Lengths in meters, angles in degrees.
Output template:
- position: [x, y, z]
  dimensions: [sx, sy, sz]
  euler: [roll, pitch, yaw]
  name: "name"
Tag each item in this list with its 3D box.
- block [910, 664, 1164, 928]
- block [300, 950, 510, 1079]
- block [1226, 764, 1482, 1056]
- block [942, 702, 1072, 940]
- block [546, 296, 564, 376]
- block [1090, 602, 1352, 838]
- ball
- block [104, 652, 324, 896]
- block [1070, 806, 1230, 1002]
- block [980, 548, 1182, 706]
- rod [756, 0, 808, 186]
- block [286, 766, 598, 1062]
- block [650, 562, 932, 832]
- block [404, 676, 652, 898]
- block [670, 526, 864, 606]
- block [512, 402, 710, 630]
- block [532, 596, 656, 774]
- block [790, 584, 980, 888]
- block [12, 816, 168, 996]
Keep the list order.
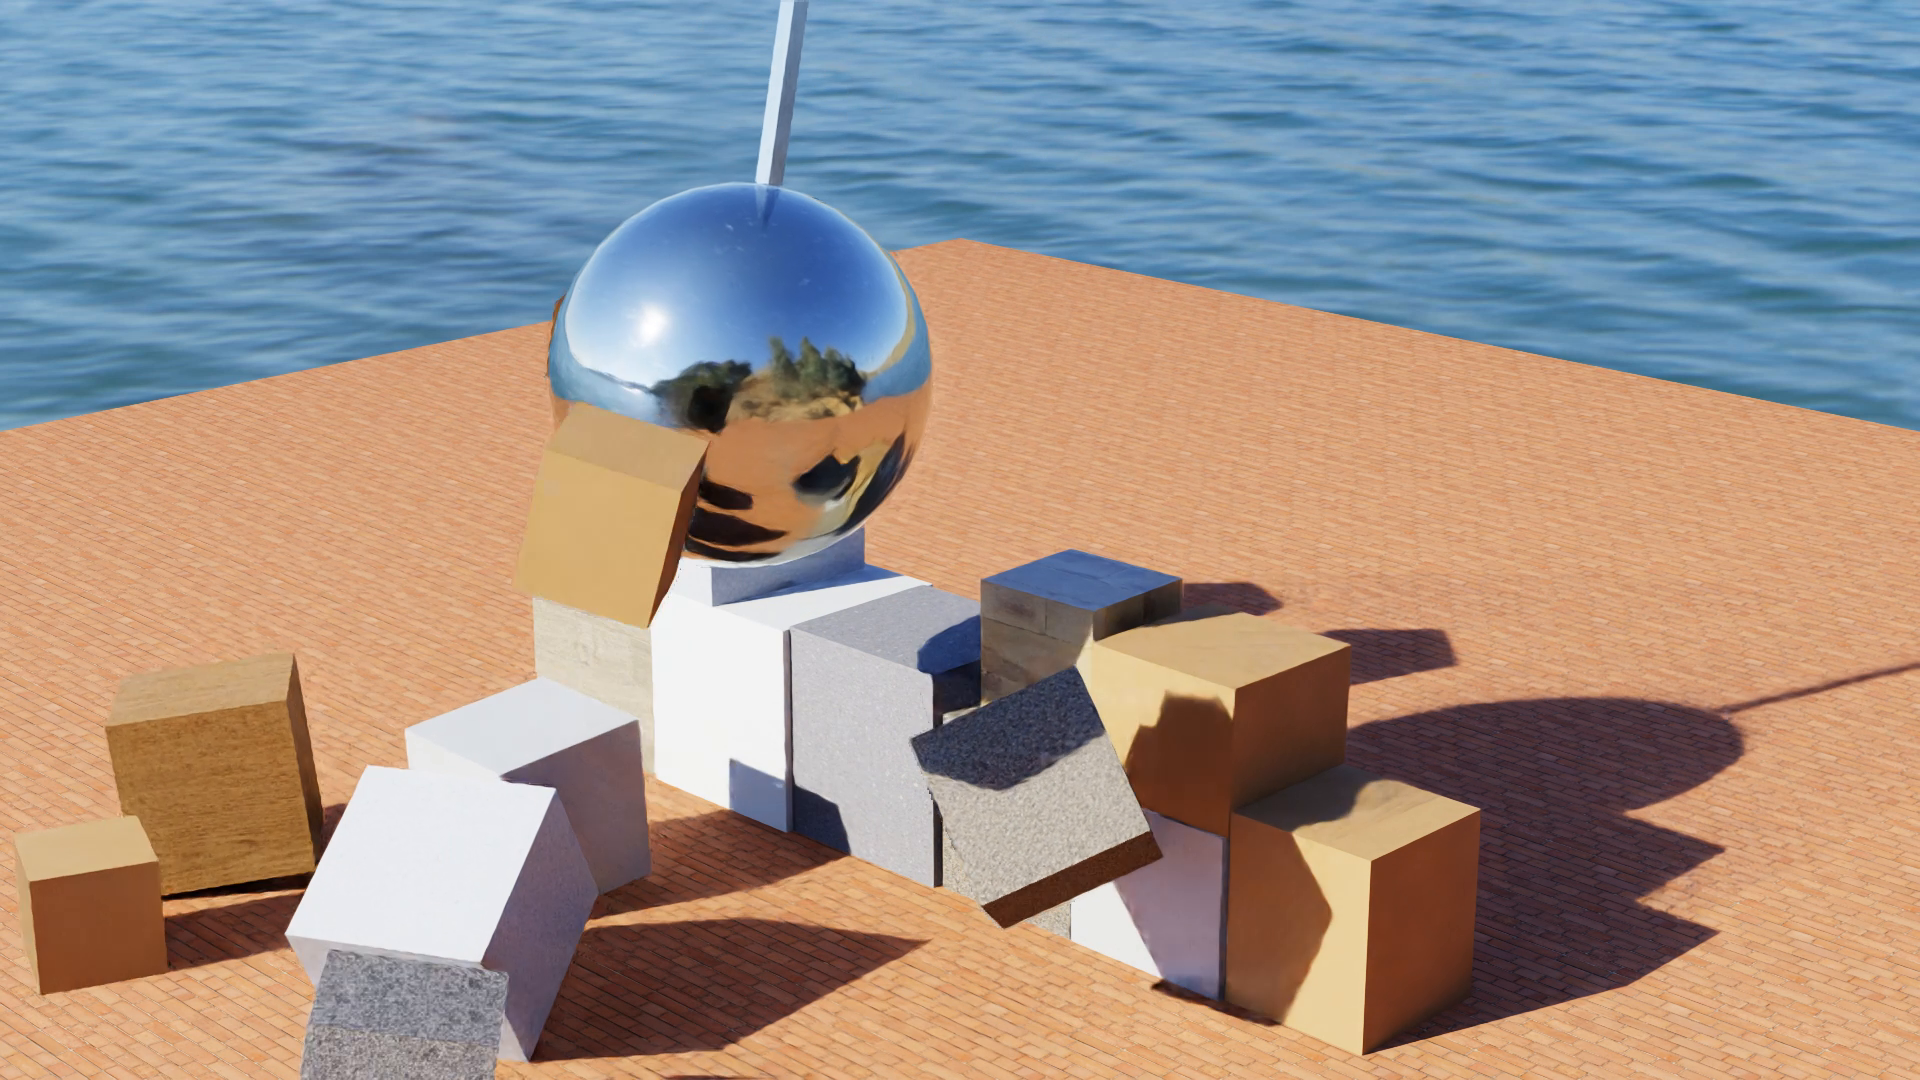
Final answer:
- position: [0.314, 1.030, 11.619]
  dimensions: [0.707, 0.708, 0.764]
  euler: [-24, -16, 1]
  name: "block"
- position: [-2.023, 1.963, 10.578]
  dimensions: [0.660, 0.688, 0.633]
  euler: [9, 15, -8]
  name: "block"
- position: [1.622, 1.511, 12.122]
  dimensions: [0.710, 0.848, 0.744]
  euler: [17, 24, 42]
  name: "block"
- position: [0.482, 1.176, 13.201]
  dimensions: [0.799, 0.840, 0.785]
  euler: [-17, 24, -42]
  name: "block"
- position: [-1.648, -1.009, 15.032]
  dimensions: [0.693, 0.552, 0.577]
  euler: [32, 51, 12]
  name: "block"
- position: [1.096, 0.748, 12.433]
  dimensions: [0.772, 0.651, 0.782]
  euler: [17, 24, 41]
  name: "block"
- position: [-0.907, -0.682, 12.177]
  dimensions: [1.600, 1.600, 1.600]
  euler: [0, 17, 0]
  name: "ball"
- position: [-3.394, 1.064, 13.417]
  dimensions: [0.790, 0.826, 0.719]
  euler: [-8, 17, -7]
  name: "block"
- position: [1.062, 1.401, 12.664]
  dimensions: [0.802, 0.734, 0.837]
  euler: [-17, 24, -42]
  name: "block"
- position: [0.533, 0.483, 12.914]
  dimensions: [0.641, 0.656, 0.609]
  euler: [15, 23, 40]
  name: "block"
- position: [-0.393, -4.005, 11.671]
  dimensions: [0.080, 5.200, 0.080]
  euler: [17, 12, 42]
  name: "rod"
- position: [-2.069, 1.502, 11.828]
  dimensions: [0.840, 0.709, 0.842]
  euler: [5, 49, 17]
  name: "block"
- position: [-0.821, 0.701, 14.426]
  dimensions: [0.965, 1.013, 0.984]
  euler: [17, 24, 42]
  name: "block"
- position: [-1.935, 1.176, 13.186]
  dimensions: [0.766, 0.771, 0.705]
  euler: [-21, 28, -40]
  name: "block"
- position: [-1.084, -0.284, 14.394]
  dimensions: [0.925, 0.883, 0.800]
  euler: [-14, 22, -38]
  name: "block"
- position: [-1.238, -0.090, 10.423]
  dimensions: [0.499, 0.562, 0.450]
  euler: [17, 26, 1]
  name: "block"
- position: [-1.516, 0.503, 15.094]
  dimensions: [0.929, 0.989, 0.993]
  euler: [-17, 24, -42]
  name: "block"
- position: [-0.150, 0.898, 13.773]
  dimensions: [0.948, 1.028, 0.874]
  euler: [17, 24, 42]
  name: "block"
- position: [-3.721, 1.554, 12.536]
  dimensions: [0.526, 0.519, 0.545]
  euler: [-8, 19, -23]
  name: "block"
